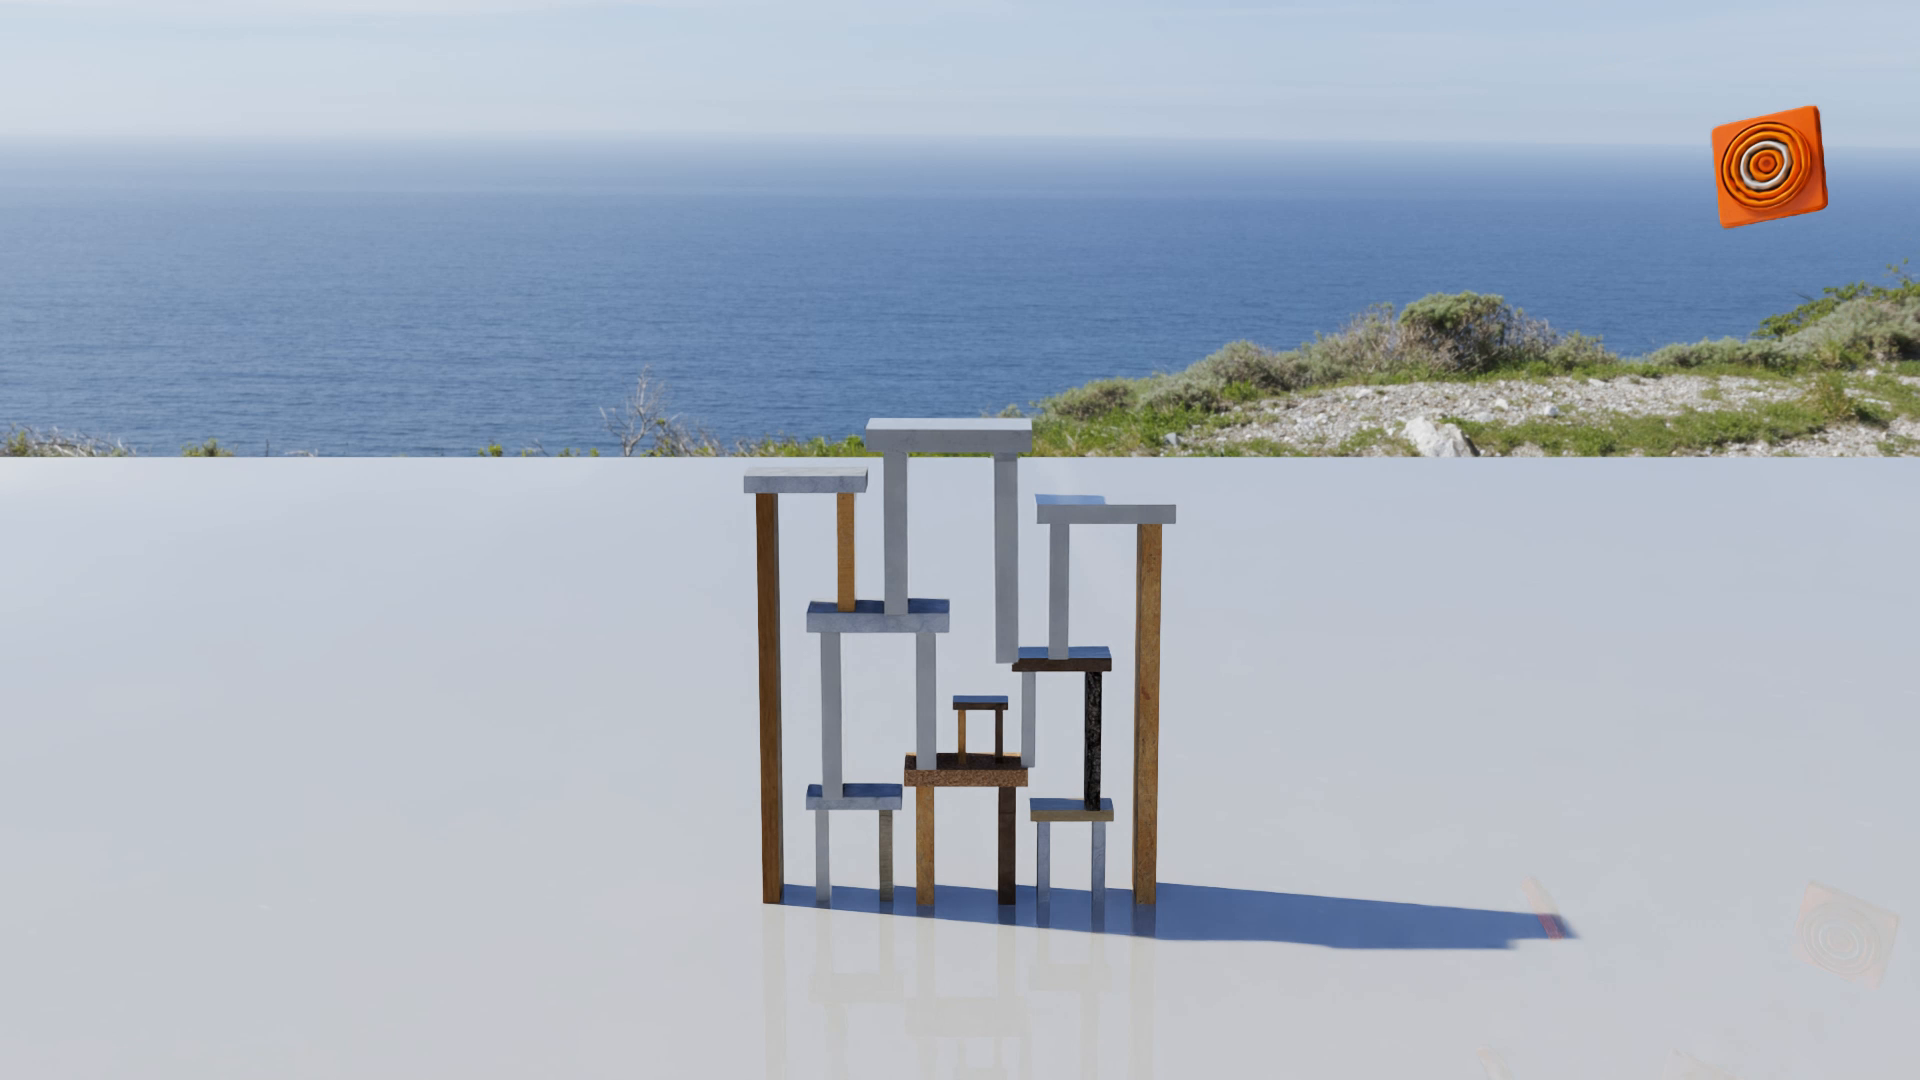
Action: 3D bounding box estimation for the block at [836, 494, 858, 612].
[{"bbox_3d":[-0.183,0.012,3.562,0.027,0.193,0.097,0,11,0],"label":"block"}]

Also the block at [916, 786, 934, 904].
[{"bbox_3d":[-0.057,0.492,3.647,0.029,0.202,0.101,0,11,0],"label":"block"}]

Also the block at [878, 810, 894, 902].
[{"bbox_3d":[-0.122,0.512,3.657,0.022,0.157,0.078,0,11,0],"label":"block"}]

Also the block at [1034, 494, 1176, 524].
[{"bbox_3d":[0.233,-0.051,3.554,0.221,0.031,0.111,0,10,0],"label":"block"}]

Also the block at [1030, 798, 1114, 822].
[{"bbox_3d":[0.184,0.446,3.641,0.137,0.019,0.068,0,11,0],"label":"block"}]

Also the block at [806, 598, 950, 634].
[{"bbox_3d":[-0.132,0.123,3.584,0.229,0.032,0.114,0,11,0],"label":"block"}]

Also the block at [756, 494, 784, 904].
[{"bbox_3d":[-0.311,0.253,3.608,0.027,0.685,0.097,0,11,0],"label":"block"}]

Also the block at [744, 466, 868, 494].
[{"bbox_3d":[-0.247,-0.097,3.542,0.193,0.027,0.097,0,11,0],"label":"block"}]

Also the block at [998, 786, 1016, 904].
[{"bbox_3d":[0.077,0.492,3.647,0.029,0.202,0.101,0,11,0],"label":"block"}]

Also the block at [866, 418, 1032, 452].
[{"bbox_3d":[-0.016,-0.168,3.524,0.262,0.037,0.131,0,11,1],"label":"block"}]

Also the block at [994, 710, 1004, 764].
[{"bbox_3d":[0.064,0.318,3.624,0.013,0.091,0.045,0,11,0],"label":"block"}]

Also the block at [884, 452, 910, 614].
[{"bbox_3d":[-0.102,-0.021,3.554,0.037,0.262,0.131,0,11,0],"label":"block"}]

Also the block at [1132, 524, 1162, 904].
[{"bbox_3d":[0.306,0.277,3.615,0.031,0.635,0.111,0,11,0],"label":"block"}]

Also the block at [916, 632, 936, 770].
[{"bbox_3d":[-0.055,0.251,3.608,0.032,0.229,0.114,0,11,0],"label":"block"}]

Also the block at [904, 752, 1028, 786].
[{"bbox_3d":[0.010,0.378,3.626,0.202,0.029,0.101,0,11,0],"label":"block"}]

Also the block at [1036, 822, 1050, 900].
[{"bbox_3d":[0.138,0.523,3.655,0.019,0.137,0.068,0,11,0],"label":"block"}]

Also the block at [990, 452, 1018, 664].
[{"bbox_3d":[0.072,0.018,3.553,0.037,0.339,0.131,-1,11,-1],"label":"block"}]

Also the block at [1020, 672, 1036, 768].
[{"bbox_3d":[0.111,0.285,3.611,0.023,0.161,0.081,0,11,0],"label":"block"}]

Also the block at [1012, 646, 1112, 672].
[{"bbox_3d":[0.164,0.194,3.594,0.161,0.023,0.081,0,11,0],"label":"block"}]

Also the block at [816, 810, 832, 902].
[{"bbox_3d":[-0.226,0.512,3.657,0.022,0.157,0.078,0,11,0],"label":"block"}]

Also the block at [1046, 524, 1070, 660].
[{"bbox_3d":[0.159,0.073,3.577,0.031,0.221,0.111,0,10,0],"label":"block"}]

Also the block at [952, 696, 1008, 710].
[{"bbox_3d":[0.034,0.267,3.613,0.091,0.013,0.045,0,11,1],"label":"block"}]

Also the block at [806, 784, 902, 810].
[{"bbox_3d":[-0.174,0.425,3.641,0.157,0.022,0.078,0,11,0],"label":"block"}]

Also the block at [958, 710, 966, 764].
[{"bbox_3d":[0.003,0.318,3.623,0.013,0.091,0.045,0,11,0],"label":"block"}]

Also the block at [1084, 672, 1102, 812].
[{"bbox_3d":[0.218,0.321,3.619,0.023,0.235,0.081,0,11,0],"label":"block"}]

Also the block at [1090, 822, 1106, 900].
[{"bbox_3d":[0.230,0.523,3.655,0.019,0.137,0.068,0,11,0],"label":"block"}]

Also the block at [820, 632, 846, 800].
[{"bbox_3d":[-0.208,0.276,3.613,0.032,0.280,0.114,0,11,0],"label":"block"}]
